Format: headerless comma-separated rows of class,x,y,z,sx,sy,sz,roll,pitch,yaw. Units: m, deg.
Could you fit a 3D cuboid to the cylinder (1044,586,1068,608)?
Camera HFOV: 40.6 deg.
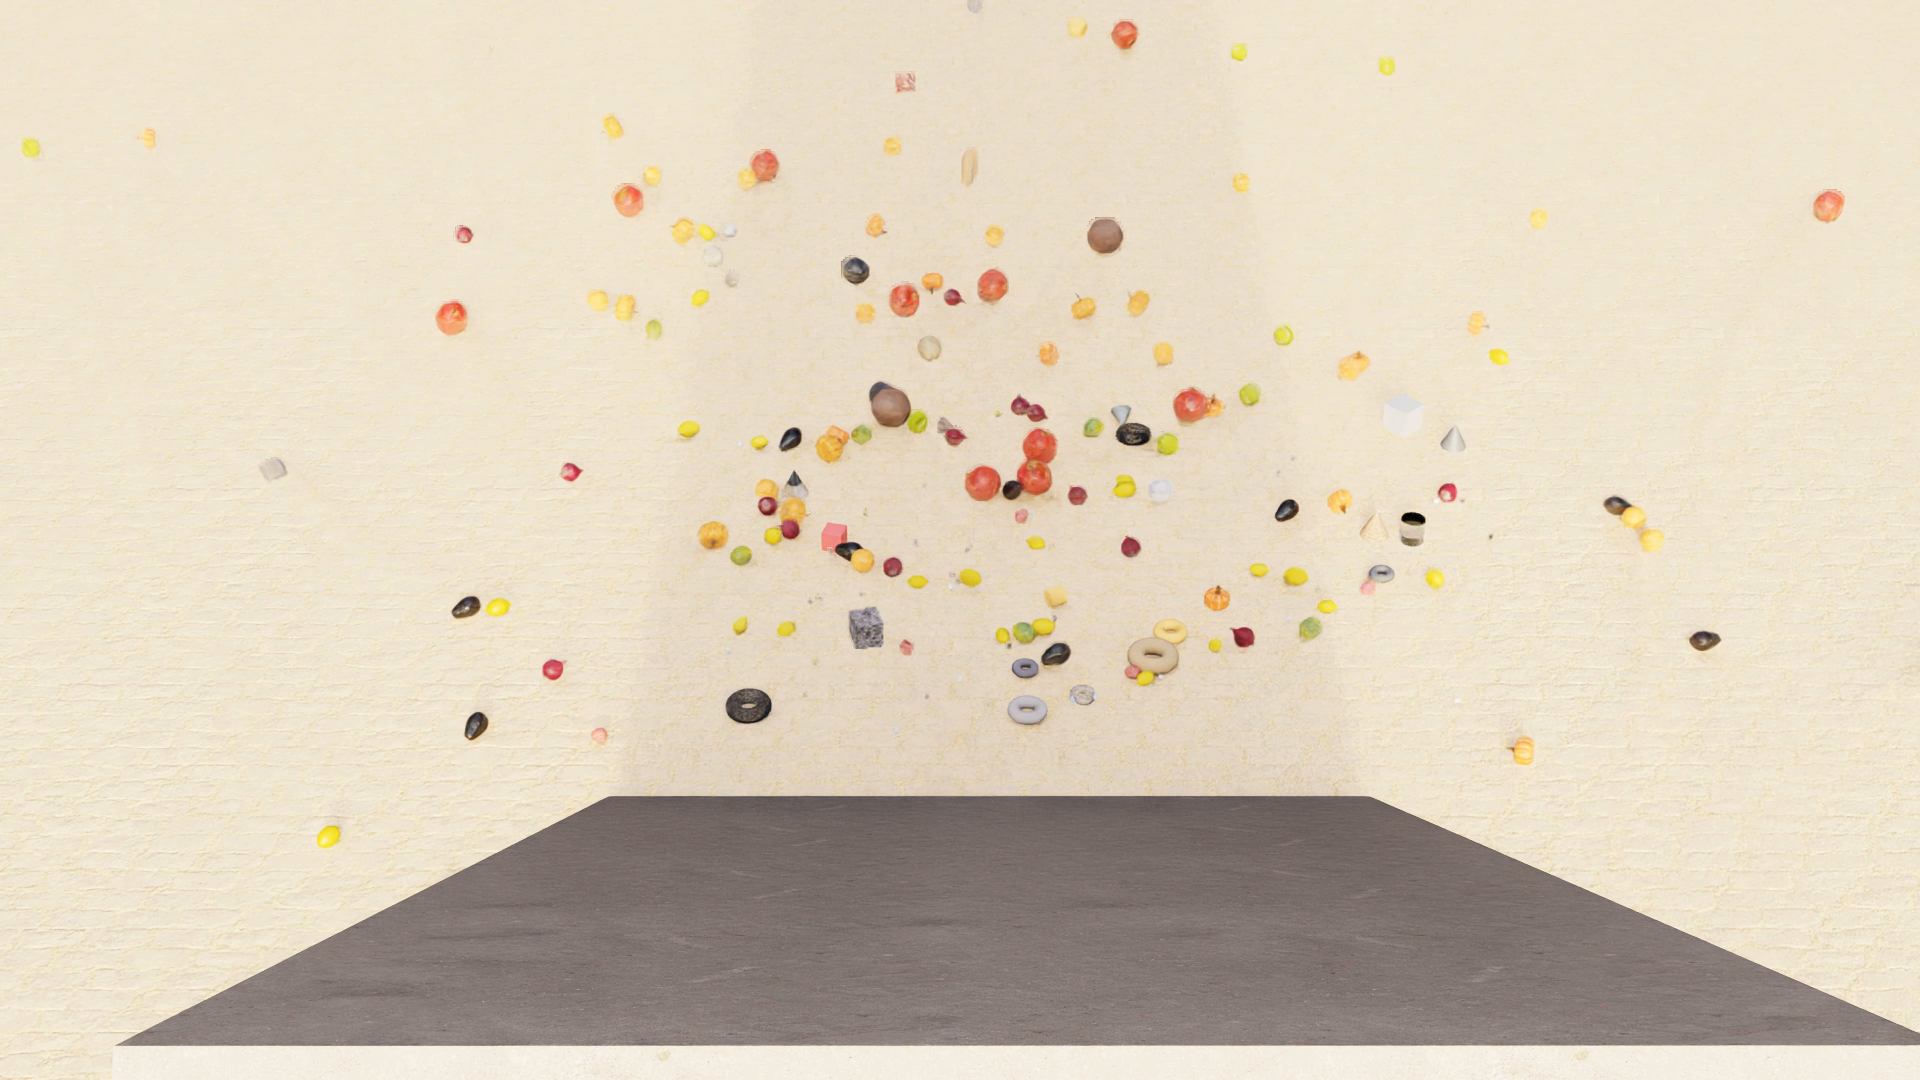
cylinder,0.283,0.168,7.648,0.052,0.052,0.052,-13,37,-18

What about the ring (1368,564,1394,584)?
ring,1.262,0.101,7.768,0.077,0.026,0.077,-1,35,1

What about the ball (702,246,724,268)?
ball,-0.889,-1.019,9.333,0.076,0.076,0.076,0,35,0

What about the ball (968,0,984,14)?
ball,0.069,-2.303,11.188,0.066,0.066,0.066,0,35,0

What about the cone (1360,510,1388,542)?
cone,1.269,-0.054,7.934,0.089,0.089,0.089,0,35,0

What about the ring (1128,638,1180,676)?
ring,0.551,0.332,7.416,0.149,0.050,0.149,1,34,-1

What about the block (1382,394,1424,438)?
block,1.440,-0.405,8.439,0.090,0.090,0.090,-28,43,-34

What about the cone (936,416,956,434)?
cone,-0.035,-0.366,8.439,0.058,0.058,0.058,14,27,-29

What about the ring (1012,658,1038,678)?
ring,0.186,0.364,7.390,0.078,0.026,0.078,1,34,-1

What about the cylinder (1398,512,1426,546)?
cylinder,1.379,-0.033,7.916,0.076,0.076,0.076,0,35,0

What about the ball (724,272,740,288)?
ball,-0.808,-0.923,9.216,0.053,0.053,0.053,0,35,0

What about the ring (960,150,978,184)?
ring,0.035,-1.414,9.843,0.045,0.134,0.134,8,36,11

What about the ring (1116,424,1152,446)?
ring,0.561,-0.341,8.391,0.116,0.039,0.116,0,31,0

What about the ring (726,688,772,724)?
ring,-0.589,0.462,7.234,0.131,0.044,0.131,0,36,0

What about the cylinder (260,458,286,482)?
cylinder,-2.168,-0.220,8.198,0.060,0.060,0.060,-26,42,-32

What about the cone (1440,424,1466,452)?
cone,1.590,-0.339,8.350,0.083,0.083,0.083,0,35,0

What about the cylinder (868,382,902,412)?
cylinder,-0.246,-0.472,8.546,0.077,0.077,0.077,-28,44,-34

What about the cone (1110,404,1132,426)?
cone,0.529,-0.395,8.477,0.067,0.067,0.067,-2,61,-3

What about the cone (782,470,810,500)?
cone,-0.517,-0.184,8.122,0.088,0.088,0.088,0,35,0

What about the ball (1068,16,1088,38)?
ball,0.495,-2.165,10.972,0.087,0.087,0.087,0,35,0

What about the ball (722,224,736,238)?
ball,-0.843,-1.131,9.517,0.051,0.051,0.051,0,35,0

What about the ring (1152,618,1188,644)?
ring,0.609,0.264,7.526,0.101,0.034,0.101,0,36,0

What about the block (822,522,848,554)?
block,-0.382,-0.007,7.890,0.062,0.062,0.062,9,36,13

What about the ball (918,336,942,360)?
ball,-0.103,-0.651,8.796,0.084,0.084,0.084,0,35,0

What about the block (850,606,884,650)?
block,-0.269,0.255,7.497,0.082,0.082,0.082,-9,36,-12

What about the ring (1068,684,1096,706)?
ring,0.345,0.435,7.288,0.078,0.026,0.078,-1,36,0

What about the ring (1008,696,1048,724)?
ring,0.188,0.473,7.224,0.112,0.037,0.112,1,34,-1

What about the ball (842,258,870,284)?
ball,-0.369,-0.955,9.223,0.096,0.096,0.096,0,35,0

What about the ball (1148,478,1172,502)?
ball,0.621,-0.153,8.089,0.075,0.075,0.075,0,35,0

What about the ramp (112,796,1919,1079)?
ramp,0.077,0.662,4.827,2.000,0.100,4.000,0,-2,0
